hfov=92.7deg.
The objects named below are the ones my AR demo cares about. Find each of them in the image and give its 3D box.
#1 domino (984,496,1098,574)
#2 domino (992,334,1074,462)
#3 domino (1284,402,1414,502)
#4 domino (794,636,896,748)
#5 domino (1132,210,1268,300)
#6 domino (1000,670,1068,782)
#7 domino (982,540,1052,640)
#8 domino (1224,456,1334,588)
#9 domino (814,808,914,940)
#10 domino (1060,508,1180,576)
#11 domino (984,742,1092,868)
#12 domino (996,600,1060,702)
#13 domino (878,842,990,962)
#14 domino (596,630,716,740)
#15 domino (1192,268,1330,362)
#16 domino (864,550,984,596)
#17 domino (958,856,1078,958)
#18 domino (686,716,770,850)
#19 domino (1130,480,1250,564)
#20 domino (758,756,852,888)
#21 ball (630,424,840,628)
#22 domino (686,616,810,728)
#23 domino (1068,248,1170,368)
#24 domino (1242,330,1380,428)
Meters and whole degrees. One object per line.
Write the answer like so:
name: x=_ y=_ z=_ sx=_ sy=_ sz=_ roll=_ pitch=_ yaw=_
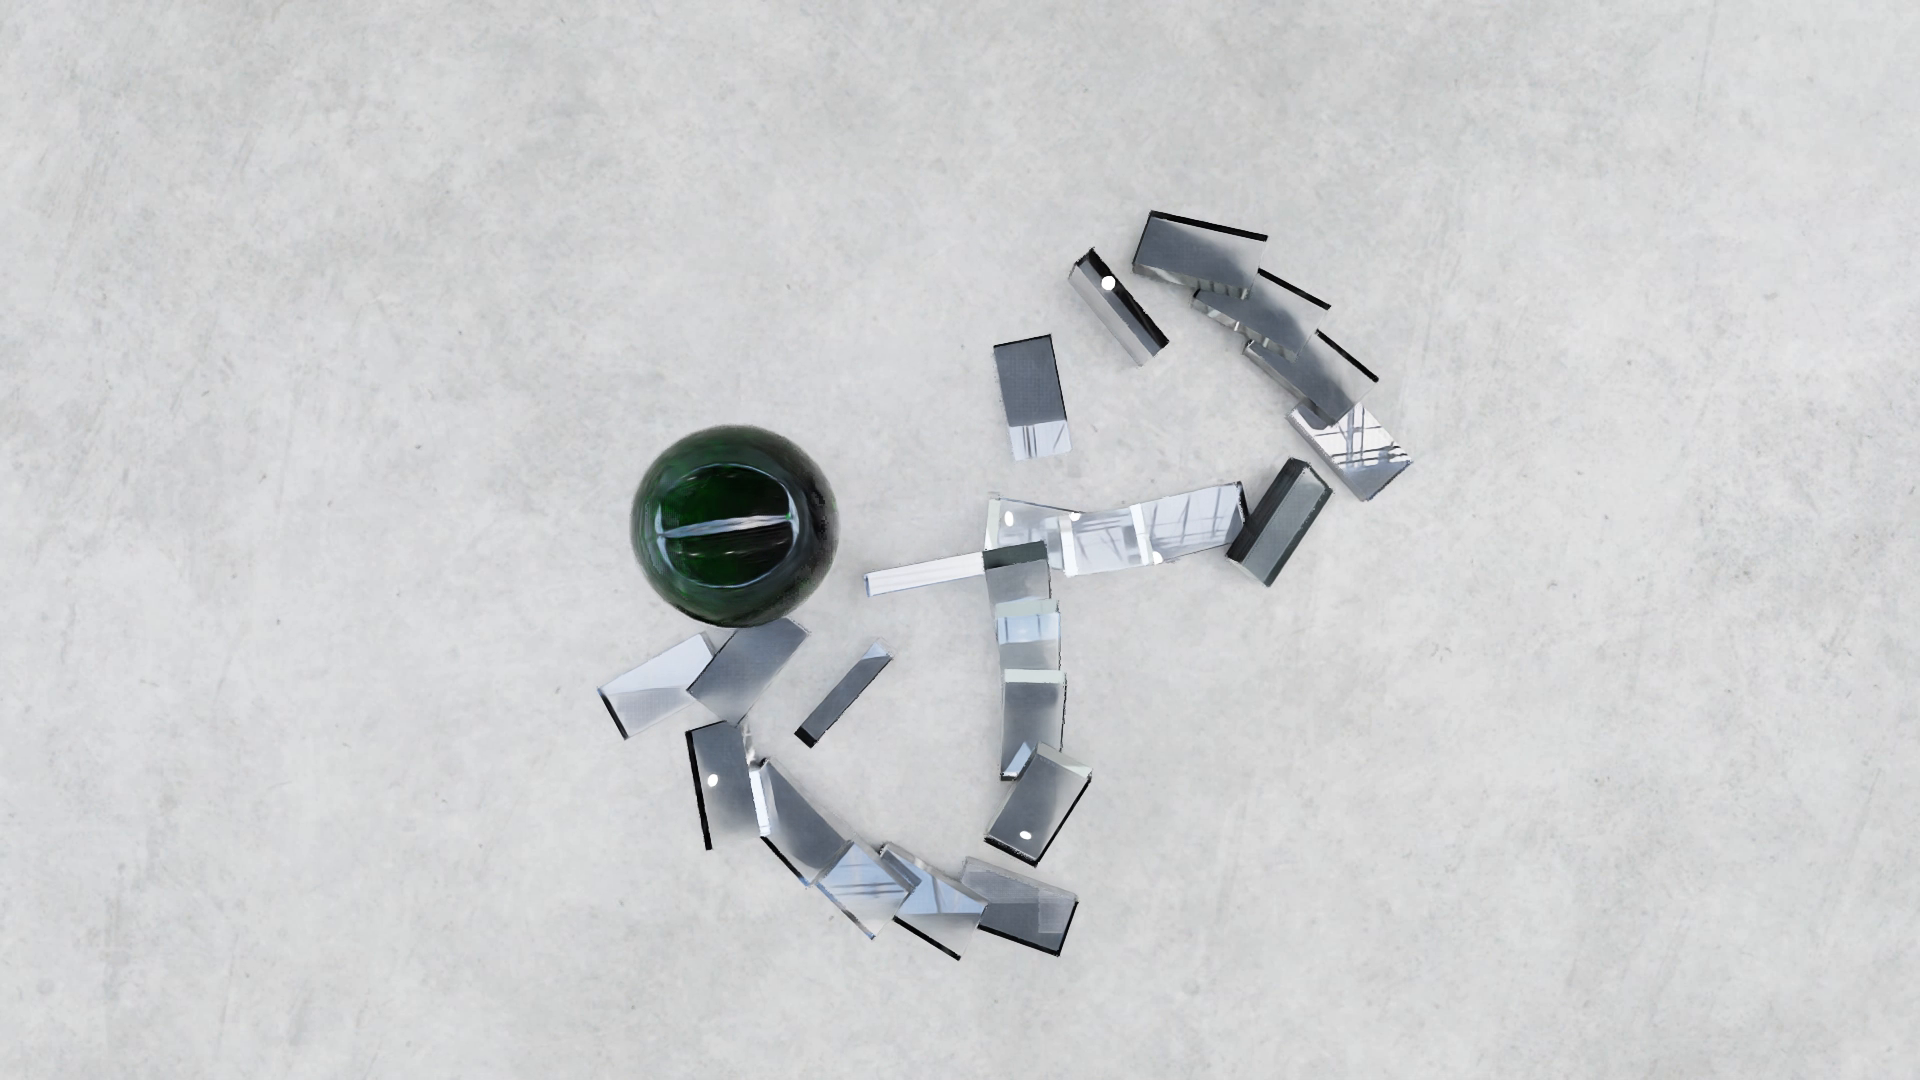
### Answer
domino: x=0.035 y=-0.001 z=0.383 sx=0.050 sy=0.009 sz=0.025 roll=9 pitch=83 yaw=-27
domino: x=0.031 y=-0.061 z=0.395 sx=0.025 sy=0.009 sz=0.050 roll=-11 pitch=90 yaw=0
domino: x=0.167 y=-0.044 z=0.395 sx=0.025 sy=0.010 sz=0.050 roll=-42 pitch=90 yaw=0
domino: x=-0.048 y=0.064 z=0.388 sx=0.009 sy=0.025 sz=0.050 roll=42 pitch=90 yaw=0
domino: x=0.101 y=-0.121 z=0.388 sx=0.050 sy=0.009 sz=0.025 roll=18 pitch=83 yaw=15
domino: x=0.030 y=0.079 z=0.386 sx=0.025 sy=0.009 sz=0.050 roll=2 pitch=114 yaw=0
domino: x=0.024 y=0.022 z=0.378 sx=0.025 sy=0.050 sz=0.009 roll=-10 pitch=50 yaw=0
domino: x=0.136 y=-0.007 z=0.389 sx=0.025 sy=0.010 sz=0.050 roll=33 pitch=90 yaw=-37
domino: x=-0.046 y=0.141 z=0.388 sx=0.050 sy=0.010 sz=0.025 roll=37 pitch=91 yaw=17
domino: x=0.068 y=0.000 z=0.386 sx=0.050 sy=0.009 sz=0.025 roll=-7 pitch=90 yaw=-22
domino: x=0.033 y=0.112 z=0.387 sx=0.025 sy=0.010 sz=0.050 roll=27 pitch=110 yaw=0
domino: x=0.029 y=0.049 z=0.383 sx=0.025 sy=0.009 sz=0.050 roll=-4 pitch=122 yaw=0
domino: x=-0.016 y=0.153 z=0.389 sx=0.050 sy=0.009 sz=0.025 roll=26 pitch=90 yaw=15
domino: x=-0.127 y=0.063 z=0.395 sx=0.050 sy=0.009 sz=0.025 roll=-29 pitch=90 yaw=0
domino: x=0.127 y=-0.099 z=0.388 sx=0.050 sy=0.010 sz=0.025 roll=35 pitch=87 yaw=16
domino: x=-0.014 y=0.014 z=0.388 sx=0.050 sy=0.025 sz=0.009 roll=-11 pitch=90 yaw=0
domino: x=0.023 y=0.158 z=0.395 sx=0.050 sy=0.010 sz=0.025 roll=19 pitch=90 yaw=0
domino: x=-0.098 y=0.102 z=0.387 sx=0.025 sy=0.010 sz=0.050 roll=-17 pitch=75 yaw=8
domino: x=0.098 y=-0.008 z=0.387 sx=0.050 sy=0.009 sz=0.025 roll=-13 pitch=90 yaw=-19
domino: x=-0.072 y=0.119 z=0.388 sx=0.050 sy=0.009 sz=0.025 roll=40 pitch=90 yaw=17
ball: x=-0.087 y=-0.005 z=0.360 sx=0.080 sy=0.080 sz=0.080 roll=0 pitch=90 yaw=0
domino: x=-0.089 y=0.052 z=0.388 sx=0.025 sy=0.010 sz=0.050 roll=37 pitch=73 yaw=0
domino: x=0.067 y=-0.097 z=0.388 sx=0.010 sy=0.025 sz=0.050 roll=-40 pitch=90 yaw=0
domino: x=0.148 y=-0.074 z=0.389 sx=0.025 sy=0.009 sz=0.050 roll=-44 pitch=74 yaw=0
